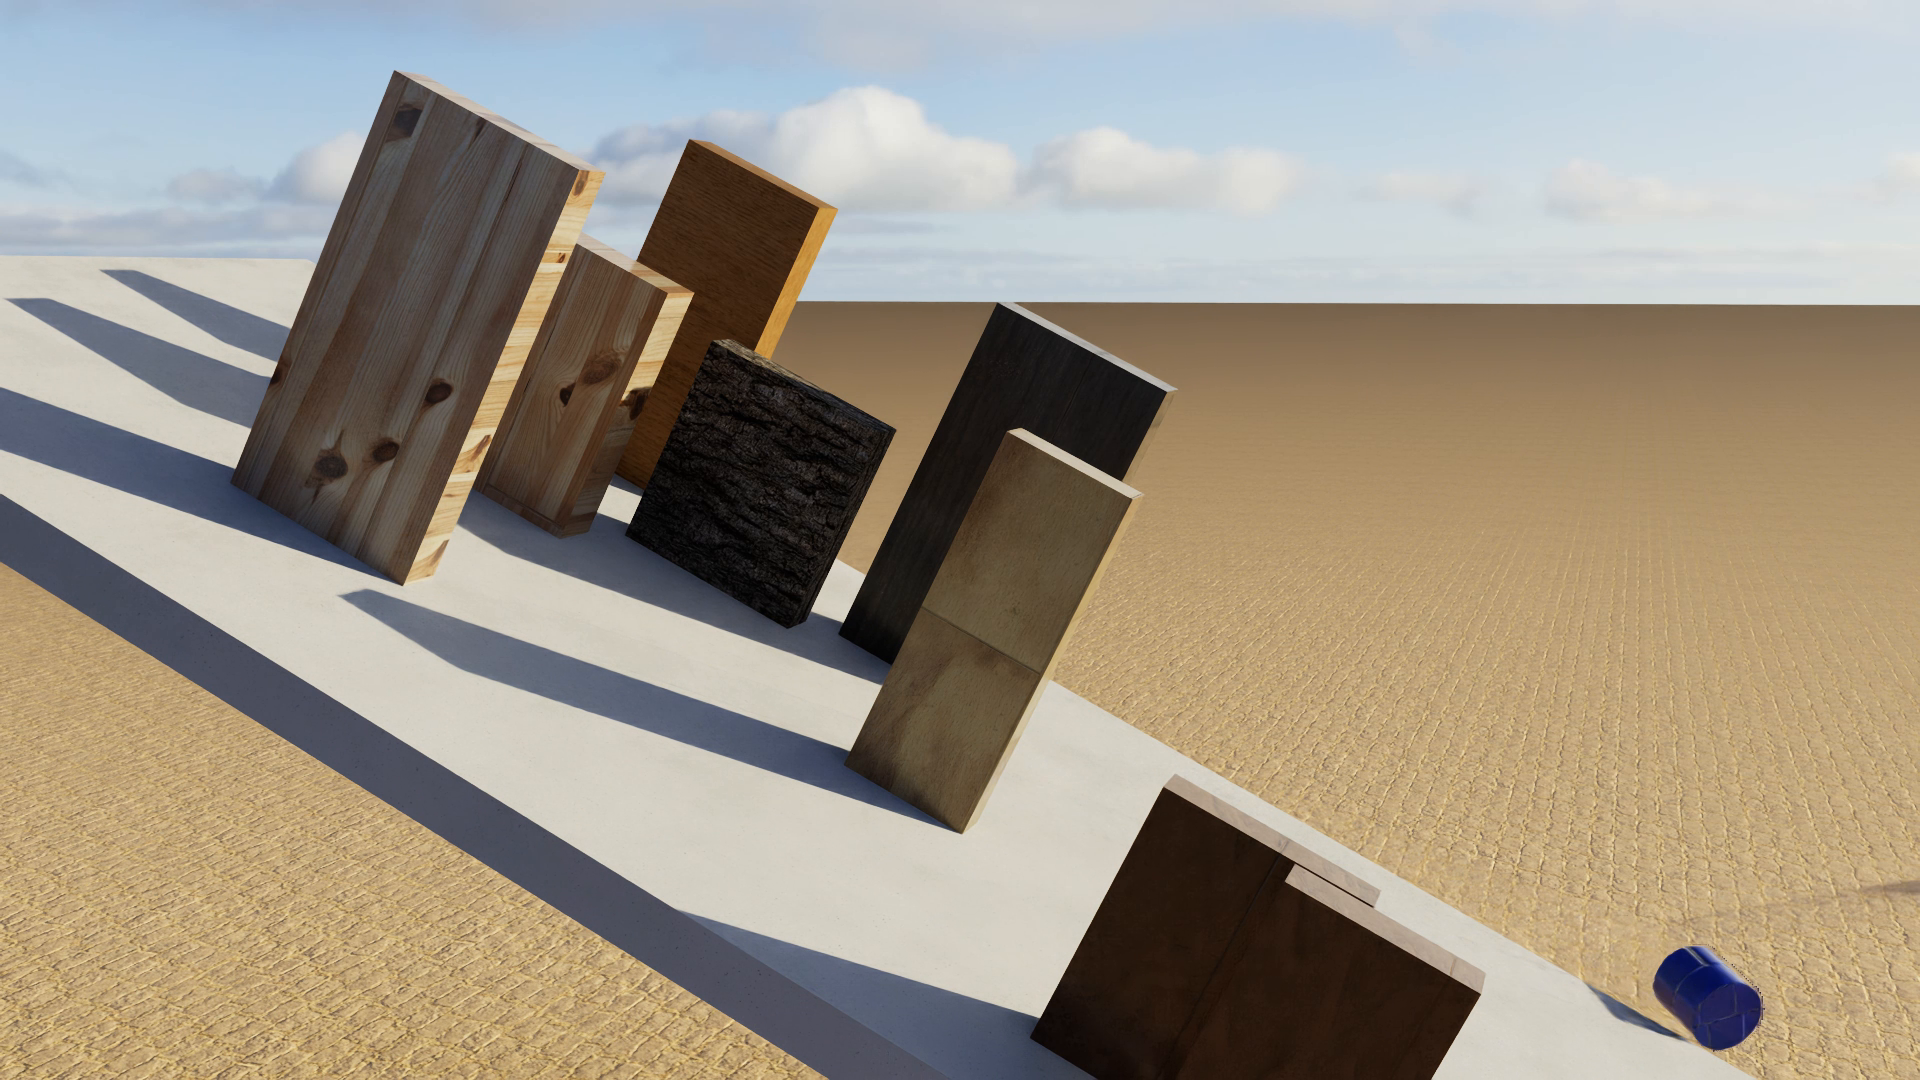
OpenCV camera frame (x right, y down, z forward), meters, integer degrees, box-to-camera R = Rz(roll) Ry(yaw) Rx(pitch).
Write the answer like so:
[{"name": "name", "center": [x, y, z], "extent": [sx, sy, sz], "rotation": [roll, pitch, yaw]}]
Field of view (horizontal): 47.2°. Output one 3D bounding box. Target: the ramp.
[{"name": "ramp", "center": [-0.241, 0.405, 4.158], "extent": [4.000, 0.100, 2.000], "rotation": [29, 14, 12]}]

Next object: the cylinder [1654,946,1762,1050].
[{"name": "cylinder", "center": [1.626, 0.996, 4.789], "extent": [0.163, 0.163, 0.163], "rotation": [-2, 20, -14]}]

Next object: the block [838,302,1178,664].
[{"name": "block", "center": [0.094, -0.054, 4.583], "extent": [0.396, 0.785, 0.107], "rotation": [29, 14, 12]}]

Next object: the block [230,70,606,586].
[{"name": "block", "center": [-0.948, -0.362, 3.817], "extent": [0.383, 0.795, 0.097], "rotation": [29, 14, 12]}]

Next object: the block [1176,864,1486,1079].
[{"name": "block", "center": [0.473, 0.731, 3.027], "extent": [0.293, 0.477, 0.094], "rotation": [29, 14, 12]}]

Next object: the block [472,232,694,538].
[{"name": "block", "center": [-0.860, -0.355, 4.465], "extent": [0.447, 0.551, 0.125], "rotation": [29, 14, 12]}]

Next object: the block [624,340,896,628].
[{"name": "block", "center": [-0.418, -0.119, 4.587], "extent": [0.409, 0.459, 0.104], "rotation": [29, 14, 12]}]

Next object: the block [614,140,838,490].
[{"name": "block", "center": [-0.597, -0.482, 4.974], "extent": [0.343, 0.756, 0.119], "rotation": [29, 14, 12]}]

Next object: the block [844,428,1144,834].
[{"name": "block", "center": [0.056, 0.164, 3.925], "extent": [0.252, 0.685, 0.093], "rotation": [29, 14, 12]}]

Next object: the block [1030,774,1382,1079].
[{"name": "block", "center": [0.360, 0.630, 3.258], "extent": [0.344, 0.447, 0.088], "rotation": [29, 14, 12]}]
